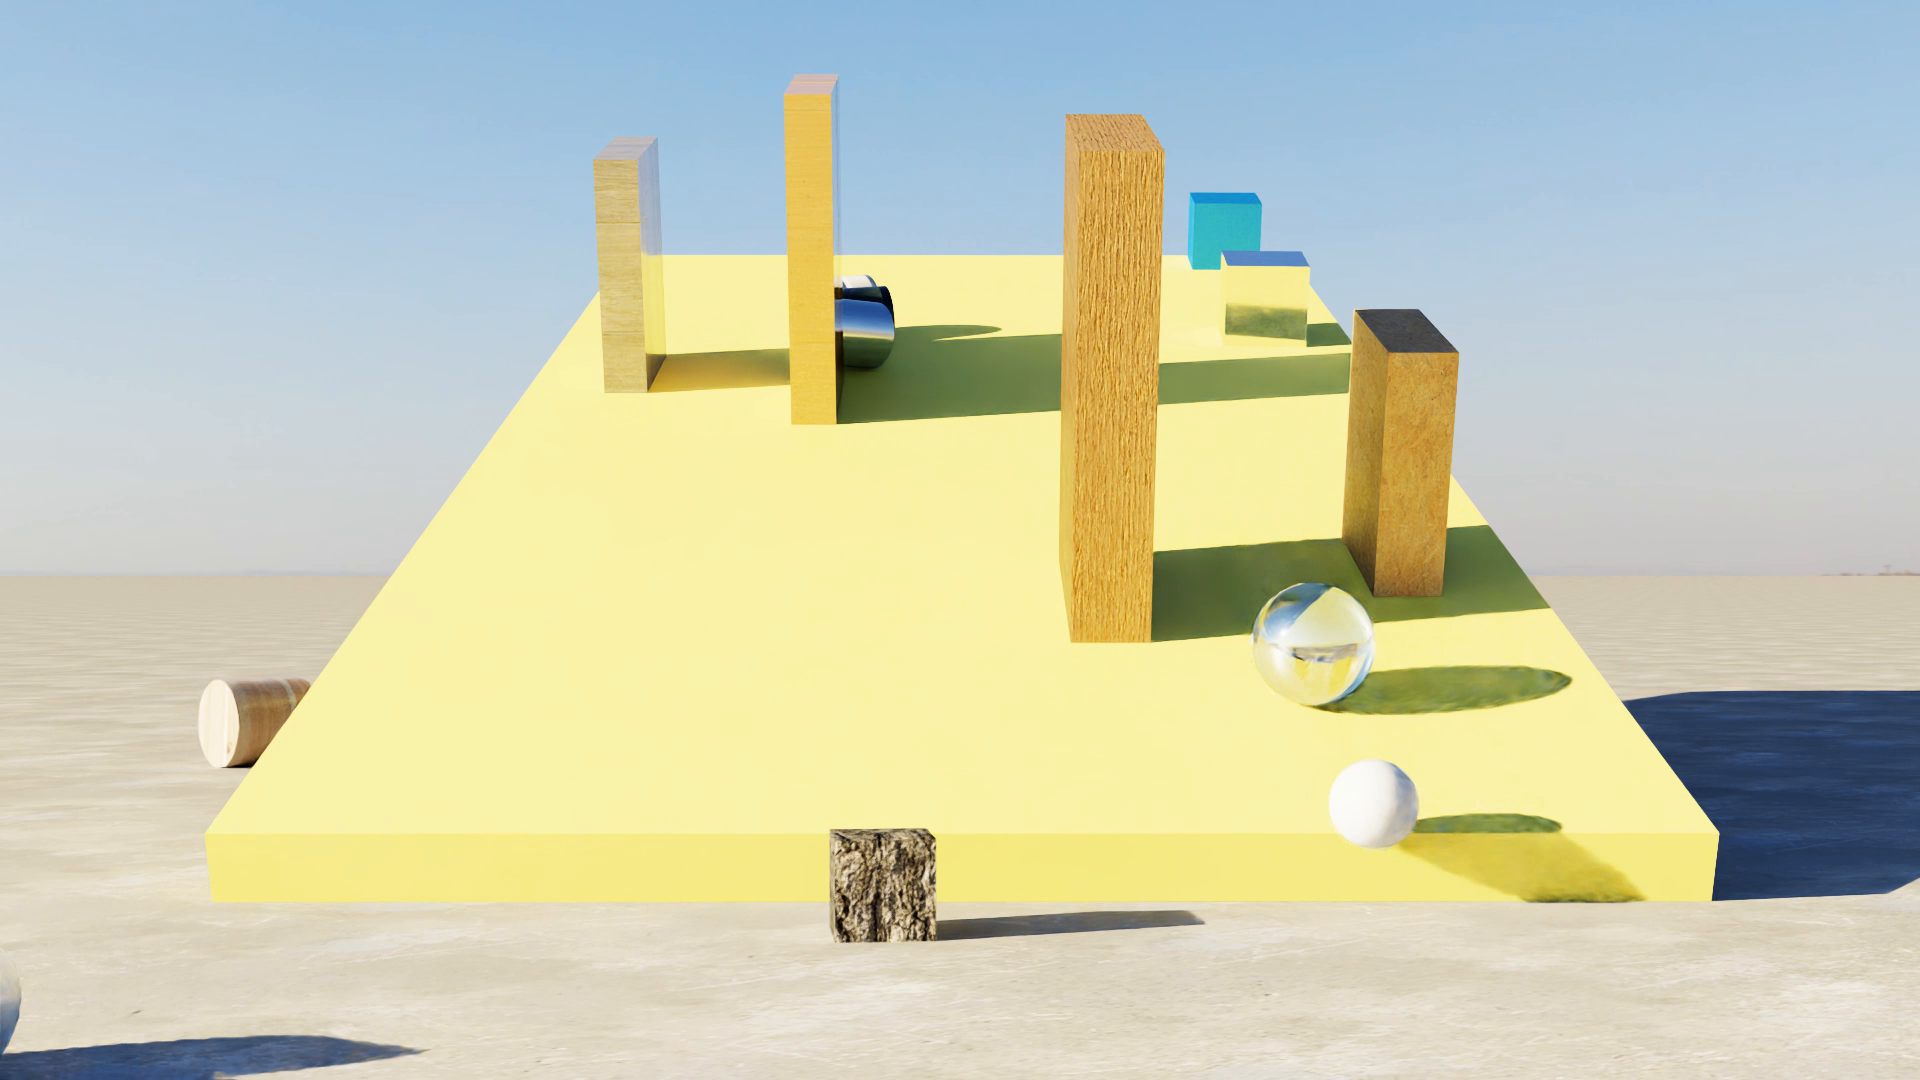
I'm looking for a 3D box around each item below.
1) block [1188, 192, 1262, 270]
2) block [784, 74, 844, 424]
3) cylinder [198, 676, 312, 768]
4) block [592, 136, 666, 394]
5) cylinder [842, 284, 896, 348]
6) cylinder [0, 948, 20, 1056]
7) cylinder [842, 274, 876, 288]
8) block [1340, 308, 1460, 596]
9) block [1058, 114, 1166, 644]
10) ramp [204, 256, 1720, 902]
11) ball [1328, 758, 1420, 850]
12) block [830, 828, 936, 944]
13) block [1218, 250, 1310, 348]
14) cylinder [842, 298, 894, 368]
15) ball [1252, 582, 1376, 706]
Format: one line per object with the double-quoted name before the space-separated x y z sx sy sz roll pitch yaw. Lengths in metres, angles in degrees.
"block" 0.780 -0.912 6.610 0.195 0.195 0.195 1 18 1
"block" -0.321 -0.650 4.971 0.098 0.715 0.371 0 18 0
"cylinder" -1.588 0.411 5.075 0.197 0.197 0.197 1 -1 -44
"block" -0.771 -0.651 5.258 0.099 0.537 0.366 0 18 0
"cylinder" -0.261 -0.541 5.525 0.164 0.164 0.164 -8 2 -17
"cylinder" -0.915 0.403 1.947 0.129 0.129 0.129 1 0 27
"cylinder" -0.302 -0.589 5.685 0.156 0.156 0.156 -9 3 -26
"block" 0.768 -0.159 3.938 0.117 0.429 0.340 0 18 0
"block" 0.244 -0.277 3.710 0.130 0.794 0.429 0 18 0
"ramp" -0.004 -0.188 4.872 2.000 0.100 4.000 0 18 0
"ball" 0.538 0.343 2.909 0.117 0.117 0.117 0 -1 0
"block" -0.095 0.419 2.724 0.121 0.121 0.121 0 -1 -6
"block" 0.770 -0.613 5.683 0.205 0.205 0.205 1 18 2
"cylinder" -0.269 -0.493 5.335 0.160 0.160 0.160 1 -1 -39
"ball" 0.532 0.156 3.367 0.185 0.185 0.185 0 -1 0
